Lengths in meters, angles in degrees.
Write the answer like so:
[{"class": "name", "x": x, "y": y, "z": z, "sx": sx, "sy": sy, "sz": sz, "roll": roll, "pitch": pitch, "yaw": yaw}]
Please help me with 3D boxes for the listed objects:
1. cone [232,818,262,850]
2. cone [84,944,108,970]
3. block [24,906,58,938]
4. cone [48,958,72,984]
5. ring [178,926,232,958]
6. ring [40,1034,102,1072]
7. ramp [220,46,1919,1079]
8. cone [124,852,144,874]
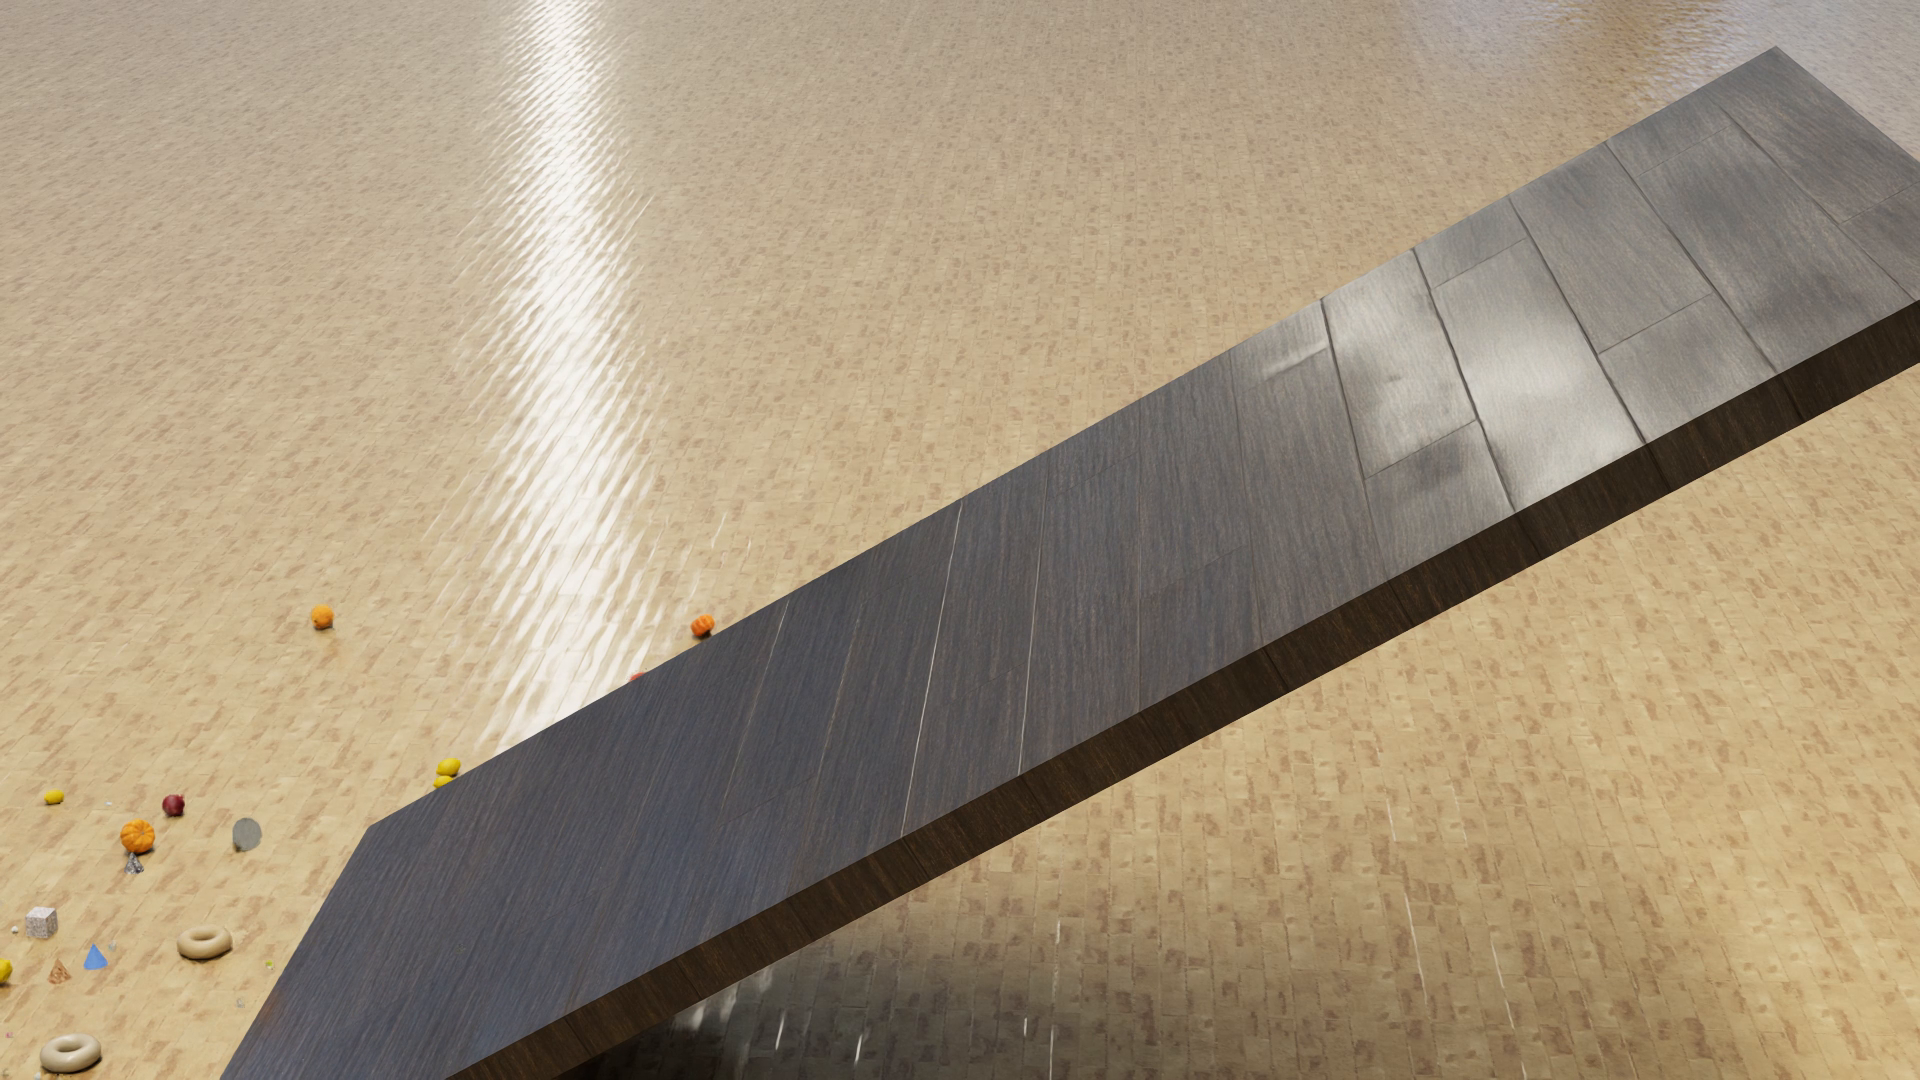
[{"class": "cone", "x": -1.896, "y": 0.781, "z": 7.747, "sx": 0.085, "sy": 0.085, "sz": 0.085, "roll": -17, "pitch": -1, "yaw": -40}, {"class": "cone", "x": -2.087, "y": 0.997, "z": 7.092, "sx": 0.057, "sy": 0.057, "sz": 0.057, "roll": 0, "pitch": 19, "yaw": 0}, {"class": "block", "x": -2.264, "y": 0.943, "z": 7.252, "sx": 0.055, "sy": 0.055, "sz": 0.055, "roll": 4, "pitch": 19, "yaw": 11}, {"class": "cone", "x": -2.152, "y": 1.022, "z": 7.022, "sx": 0.056, "sy": 0.056, "sz": 0.056, "roll": 0, "pitch": 19, "yaw": 0}, {"class": "ring", "x": -1.840, "y": 0.979, "z": 7.165, "sx": 0.130, "sy": 0.043, "sz": 0.130, "roll": 0, "pitch": 20, "yaw": 0}, {"class": "ring", "x": -2.009, "y": 1.158, "z": 6.643, "sx": 0.136, "sy": 0.045, "sz": 0.136, "roll": -1, "pitch": 19, "yaw": 0}, {"class": "ramp", "x": 0.142, "y": 0.168, "z": 6.287, "sx": 4.000, "sy": 0.100, "sz": 2.000, "roll": -29, "pitch": 15, "yaw": 12}, {"class": "cone", "x": -2.134, "y": 0.828, "z": 7.590, "sx": 0.053, "sy": 0.053, "sz": 0.053, "roll": 0, "pitch": 19, "yaw": 0}]
